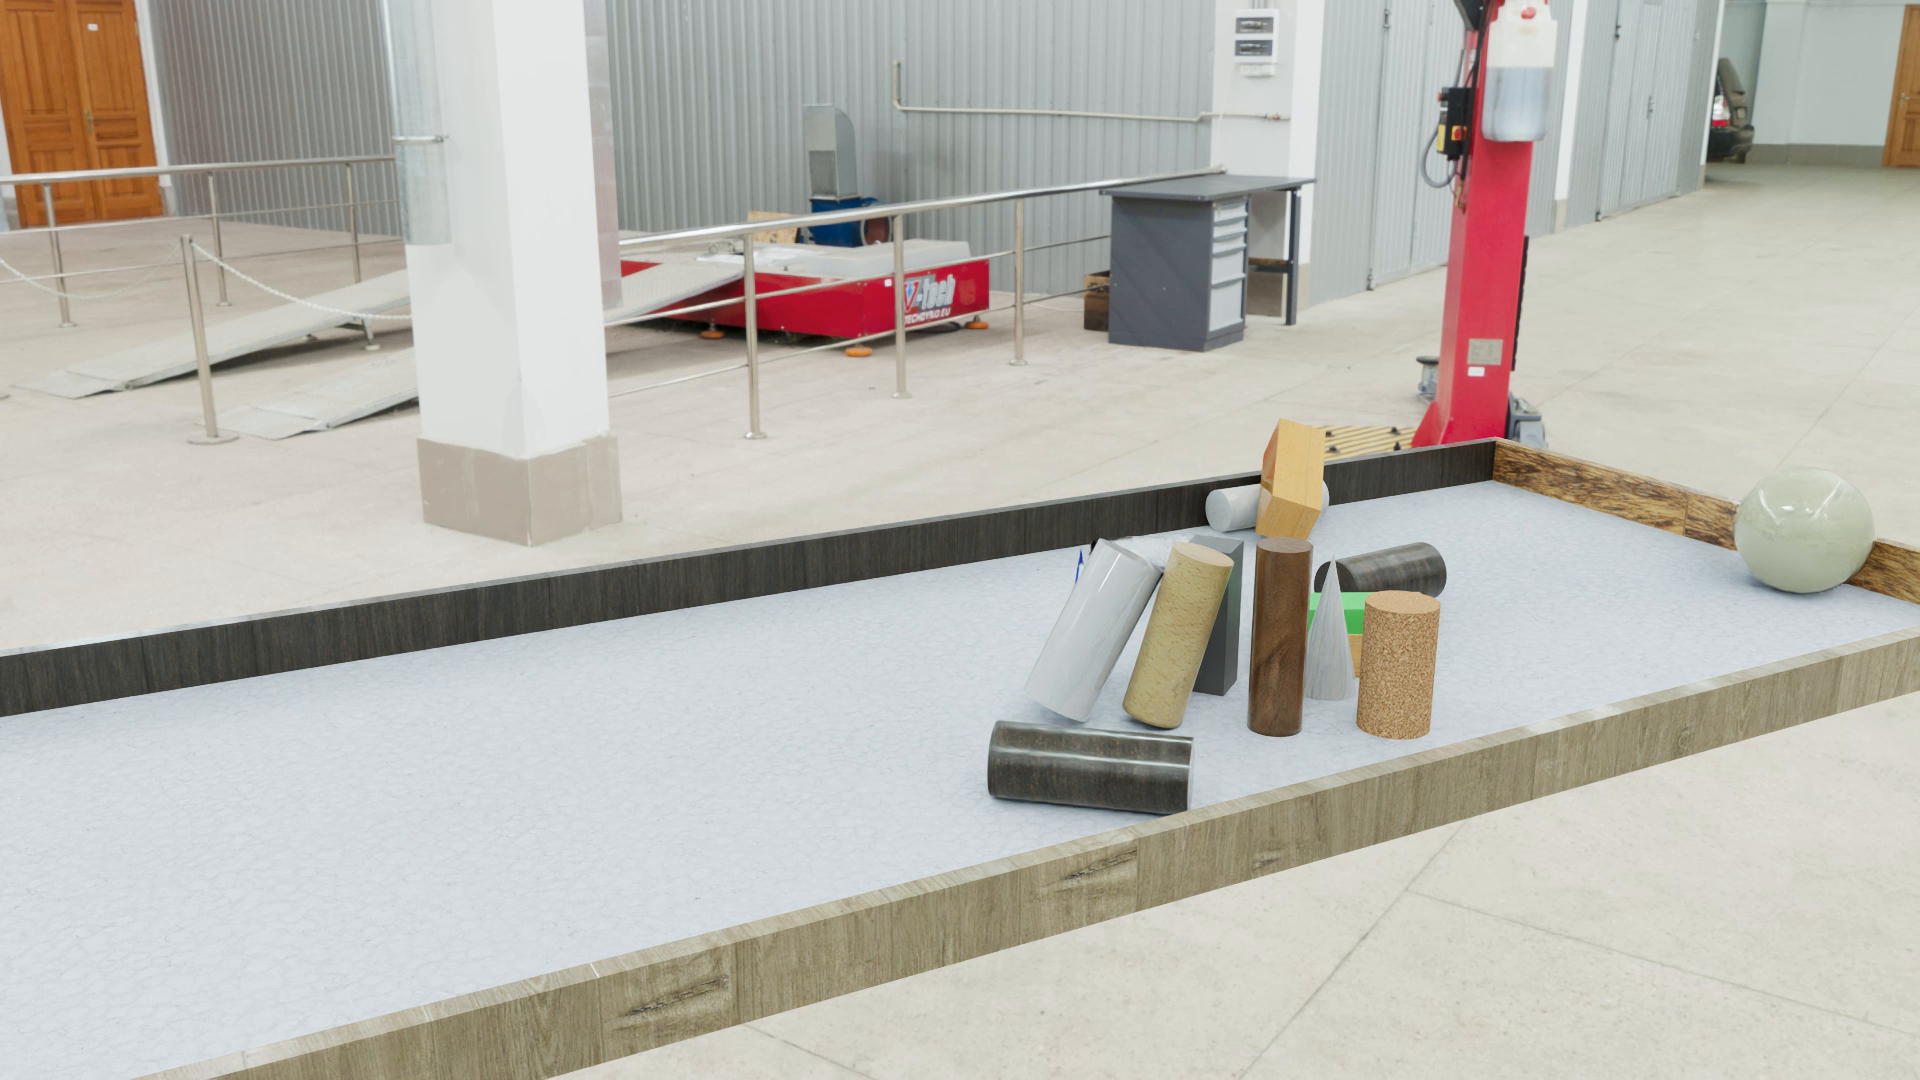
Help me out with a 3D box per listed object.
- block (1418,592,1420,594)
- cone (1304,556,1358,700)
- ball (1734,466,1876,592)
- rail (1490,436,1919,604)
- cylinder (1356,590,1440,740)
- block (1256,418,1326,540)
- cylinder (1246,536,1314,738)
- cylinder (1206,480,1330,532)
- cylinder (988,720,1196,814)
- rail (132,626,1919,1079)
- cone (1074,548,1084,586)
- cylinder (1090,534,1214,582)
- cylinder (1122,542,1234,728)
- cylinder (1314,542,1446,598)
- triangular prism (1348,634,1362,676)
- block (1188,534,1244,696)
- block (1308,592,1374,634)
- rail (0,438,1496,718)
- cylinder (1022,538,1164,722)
[{"bbox_3d":[1.033,0.208,4.462,0.448,0.104,0.104,-1,16,-2],"label":"block"},{"bbox_3d":[0.906,0.201,4.047,0.161,0.352,0.161,0,16,0],"label":"cone"},{"bbox_3d":[2.457,-0.031,4.809,0.368,0.368,0.368,0,16,0],"label":"ball"},{"bbox_3d":[2.466,-0.048,5.253,0.050,0.150,2.100,-9,18,-27],"label":"rail"},{"bbox_3d":[1.017,0.289,3.830,0.168,0.306,0.168,0,16,0],"label":"cylinder"},{"bbox_3d":[1.082,-0.192,5.387,0.159,0.159,0.439,17,40,1],"label":"block"},{"bbox_3d":[0.737,0.224,3.805,0.128,0.444,0.128,0,16,0],"label":"cylinder"},{"bbox_3d":[1.030,-0.123,5.523,0.409,0.140,0.140,-9,18,-27],"label":"cylinder"},{"bbox_3d":[0.276,0.475,3.449,0.414,0.161,0.161,4,17,12],"label":"cylinder"},{"bbox_3d":[-2.336,1.006,1.665,12.000,0.150,0.050,-9,18,-27],"label":"rail"},{"bbox_3d":[0.296,0.191,4.058,0.113,0.363,0.113,0,17,0],"label":"cone"},{"bbox_3d":[0.580,0.060,4.907,0.365,0.137,0.137,-3,17,-12],"label":"cylinder"},{"bbox_3d":[0.505,0.221,3.837,0.146,0.409,0.146,14,16,-4],"label":"cylinder"},{"bbox_3d":[1.189,0.115,4.663,0.351,0.169,0.169,-10,19,-31],"label":"cylinder"},{"bbox_3d":[0.965,0.285,4.210,0.415,0.094,0.108,1,16,3],"label":"triangular prism"},{"bbox_3d":[0.617,0.185,4.074,0.122,0.367,0.122,7,18,24],"label":"block"},{"bbox_3d":[1.017,0.226,4.339,0.378,0.139,0.139,-1,16,-2],"label":"block"},{"bbox_3d":[-3.305,0.497,3.399,12.000,0.150,0.050,-9,18,-27],"label":"rail"},{"bbox_3d":[0.312,0.211,3.873,0.172,0.396,0.172,26,8,-4],"label":"cylinder"}]
